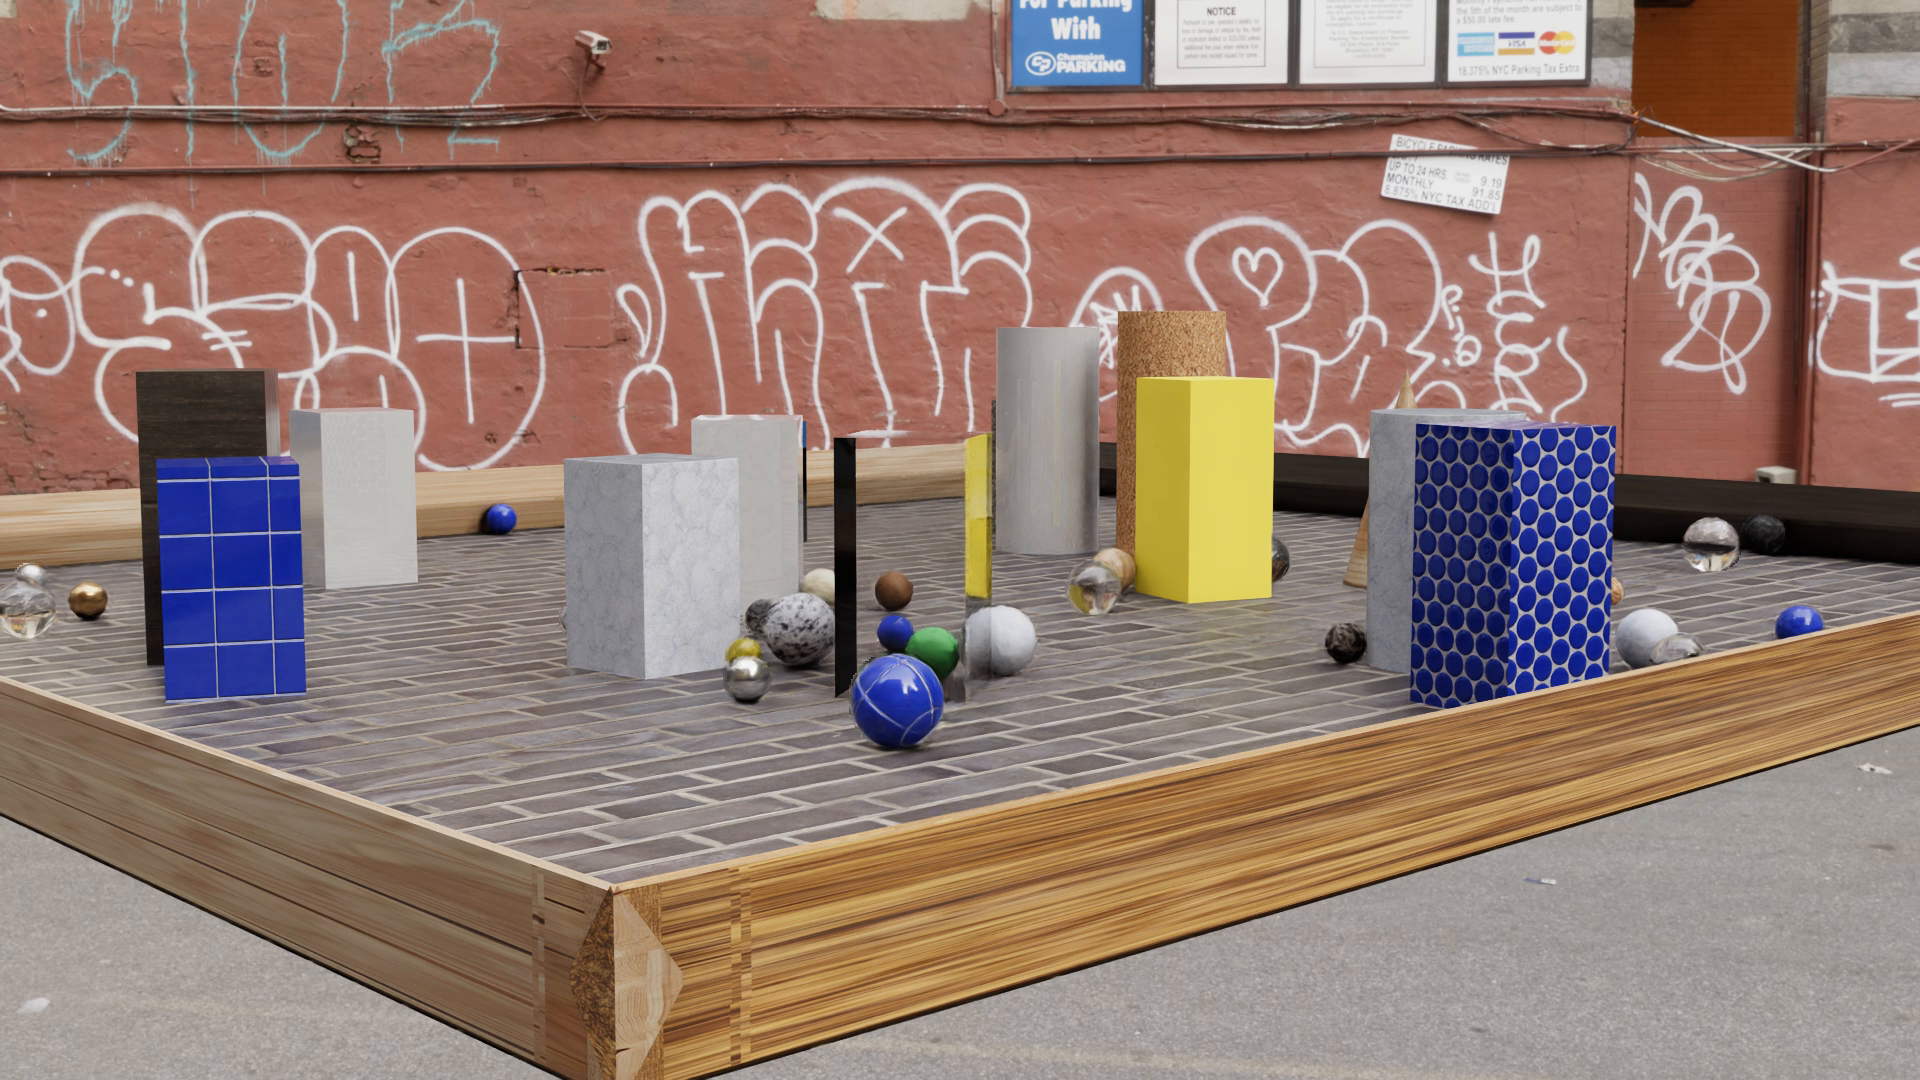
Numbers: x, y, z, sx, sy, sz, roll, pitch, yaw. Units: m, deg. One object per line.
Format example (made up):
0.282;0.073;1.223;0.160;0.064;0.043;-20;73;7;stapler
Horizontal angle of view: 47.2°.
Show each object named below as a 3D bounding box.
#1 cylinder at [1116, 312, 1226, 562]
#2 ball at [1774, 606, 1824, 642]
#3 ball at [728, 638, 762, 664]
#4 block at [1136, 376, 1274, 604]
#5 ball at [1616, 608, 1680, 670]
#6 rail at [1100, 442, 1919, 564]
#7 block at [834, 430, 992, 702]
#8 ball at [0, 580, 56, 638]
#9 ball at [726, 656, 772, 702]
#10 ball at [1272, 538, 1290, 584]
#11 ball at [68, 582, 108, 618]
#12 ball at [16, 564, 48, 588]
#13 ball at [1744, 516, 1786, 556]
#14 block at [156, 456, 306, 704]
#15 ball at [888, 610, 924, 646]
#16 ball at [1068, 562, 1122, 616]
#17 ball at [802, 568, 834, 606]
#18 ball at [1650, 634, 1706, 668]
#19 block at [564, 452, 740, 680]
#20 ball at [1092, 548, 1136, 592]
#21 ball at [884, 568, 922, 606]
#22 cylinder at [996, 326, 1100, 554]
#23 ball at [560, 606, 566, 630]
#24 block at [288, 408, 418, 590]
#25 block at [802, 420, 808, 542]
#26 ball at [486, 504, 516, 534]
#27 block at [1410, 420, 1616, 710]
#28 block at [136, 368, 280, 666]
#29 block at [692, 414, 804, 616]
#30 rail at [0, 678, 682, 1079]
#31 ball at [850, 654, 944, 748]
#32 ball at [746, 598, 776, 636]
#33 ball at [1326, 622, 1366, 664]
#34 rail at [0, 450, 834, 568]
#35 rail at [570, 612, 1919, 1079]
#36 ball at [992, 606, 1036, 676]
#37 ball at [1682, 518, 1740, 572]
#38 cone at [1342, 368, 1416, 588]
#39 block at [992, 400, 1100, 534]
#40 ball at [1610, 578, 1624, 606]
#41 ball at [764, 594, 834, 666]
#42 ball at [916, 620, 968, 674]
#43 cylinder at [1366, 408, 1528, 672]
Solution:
0.374;-0.186;3.905;0.191;0.439;0.191;0;6;0;cylinder
1.091;0.115;2.859;0.060;0.060;0.060;0;6;0;ball
-0.264;0.141;2.702;0.042;0.042;0.042;0;6;0;ball
0.379;-0.082;3.415;0.153;0.337;0.153;-3;7;-27;block
0.845;0.123;2.704;0.077;0.077;0.077;0;6;0;ball
1.142;-0.078;4.380;0.045;0.124;2.853;-6;8;-42;rail
-0.053;0.026;2.564;0.153;0.299;0.153;1;6;12;block
-1.265;0.094;2.975;0.078;0.078;0.078;0;6;0;ball
-0.240;0.157;2.496;0.052;0.052;0.052;0;6;0;ball
0.493;0.033;3.549;0.079;0.079;0.079;0;6;0;ball
-1.253;0.087;3.161;0.054;0.054;0.054;0;6;0;ball
-1.452;0.061;3.442;0.045;0.045;0.045;0;6;0;ball
1.454;-0.009;3.973;0.073;0.073;0.073;0;6;0;ball
-0.853;0.042;2.569;0.153;0.267;0.153;-2;6;-20;block
-0.072;0.116;2.908;0.049;0.049;0.049;0;6;0;ball
0.196;0.070;3.200;0.078;0.078;0.078;0;6;0;ball
-0.206;0.072;3.271;0.059;0.059;0.059;0;6;0;ball
0.846;0.142;2.588;0.064;0.064;0.064;0;6;0;ball
-0.383;0.028;2.740;0.153;0.259;0.153;6;8;42;block
0.239;0.048;3.438;0.071;0.071;0.071;0;6;0;ball
-0.087;0.070;3.306;0.057;0.057;0.057;0;6;0;ball
0.162;-0.187;4.063;0.191;0.409;0.191;0;6;0;cylinder
-0.524;0.107;3.010;0.045;0.045;0.045;0;6;0;ball
-0.990;-0.072;3.586;0.153;0.280;0.153;-4;7;-35;block
-0.392;-0.108;4.158;0.153;0.231;0.153;2;6;21;block
-0.908;-0.042;4.350;0.059;0.059;0.059;0;6;0;ball
0.617;0.029;2.461;0.153;0.315;0.153;-4;7;-30;block
-0.956;-0.035;2.819;0.153;0.367;0.153;-1;6;-11;block
-0.313;-0.040;3.260;0.153;0.284;0.153;0;6;-1;block
-1.142;0.143;2.284;0.045;0.124;2.853;-6;8;-42;rail
-0.064;0.163;2.234;0.095;0.095;0.095;0;6;0;ball
-0.266;0.106;2.987;0.052;0.052;0.052;0;6;0;ball
0.486;0.130;2.767;0.051;0.051;0.051;0;6;0;ball
-0.951;-0.076;4.357;3.156;0.124;0.045;-6;8;-42;rail
0.951;0.140;2.307;3.156;0.124;0.045;-6;8;-42;rail
0.051;0.122;2.675;0.084;0.084;0.084;0;6;0;ball
1.269;0.008;3.716;0.093;0.093;0.093;0;6;0;ball
0.716;-0.102;3.542;0.191;0.349;0.191;0;6;0;cone
0.170;-0.146;4.363;0.153;0.264;0.153;5;8;41;block
0.971;0.077;3.297;0.045;0.045;0.045;0;6;0;ball
-0.199;0.112;2.743;0.091;0.091;0.091;0;6;0;ball
-0.022;0.131;2.689;0.065;0.065;0.065;0;6;0;ball
0.607;-0.002;2.753;0.191;0.316;0.191;0;6;0;cylinder
